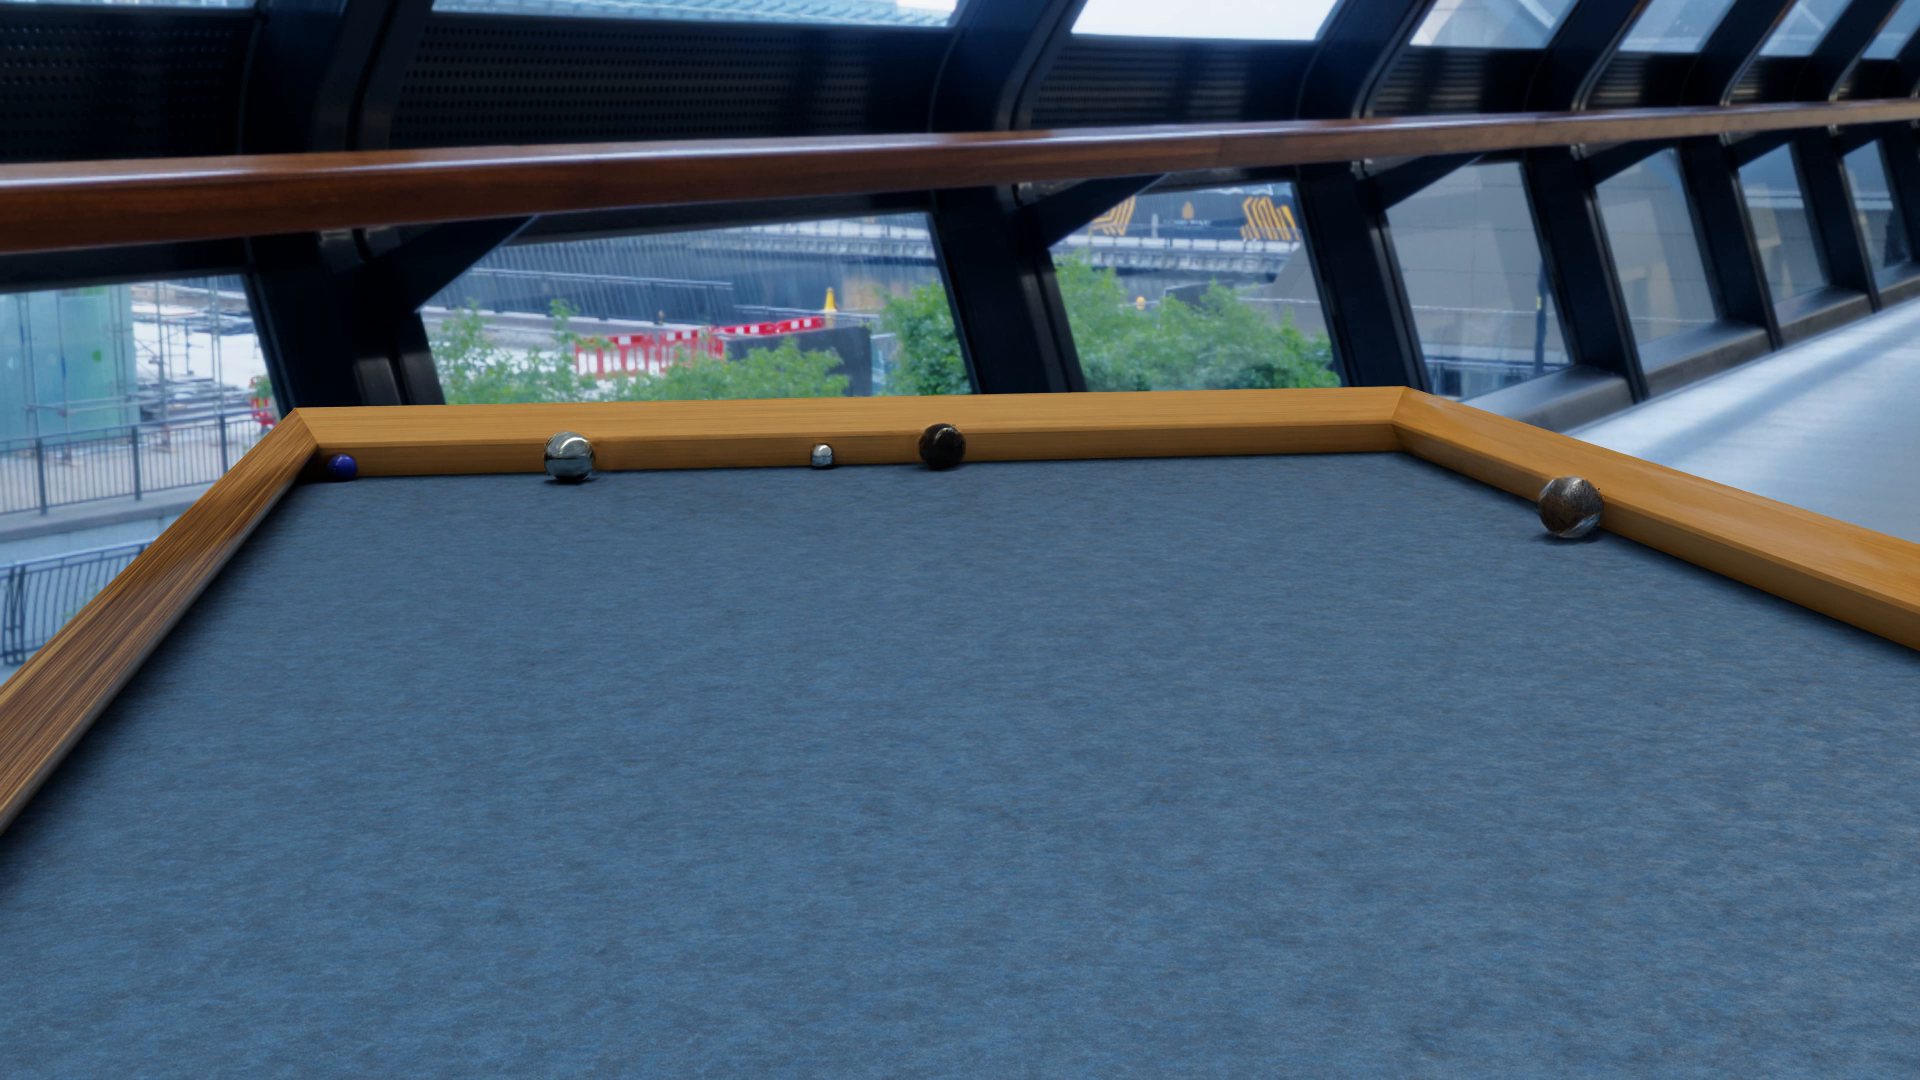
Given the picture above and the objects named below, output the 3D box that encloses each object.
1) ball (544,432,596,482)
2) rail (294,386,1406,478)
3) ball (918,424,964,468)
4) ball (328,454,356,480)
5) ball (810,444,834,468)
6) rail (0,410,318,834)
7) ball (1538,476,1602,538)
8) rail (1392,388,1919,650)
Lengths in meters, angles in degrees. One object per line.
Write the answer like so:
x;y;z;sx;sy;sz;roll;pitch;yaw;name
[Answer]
-0.717;-0.153;4.044;0.092;0.092;0.092;0;10;0;ball
-0.165;-0.209;4.240;2.162;0.129;0.045;-2;11;-9;rail
-0.036;-0.180;4.204;0.087;0.087;0.087;0;10;0;ball
-1.142;-0.134;4.061;0.048;0.048;0.048;0;10;0;ball
-0.264;-0.161;4.205;0.049;0.049;0.049;0;10;0;ball
-0.874;0.184;2.113;0.045;0.129;4.080;-2;11;-9;rail
0.966;-0.053;3.483;0.099;0.099;0.099;0;10;0;ball
1.212;0.121;2.457;0.045;0.129;4.080;-2;11;-9;rail
